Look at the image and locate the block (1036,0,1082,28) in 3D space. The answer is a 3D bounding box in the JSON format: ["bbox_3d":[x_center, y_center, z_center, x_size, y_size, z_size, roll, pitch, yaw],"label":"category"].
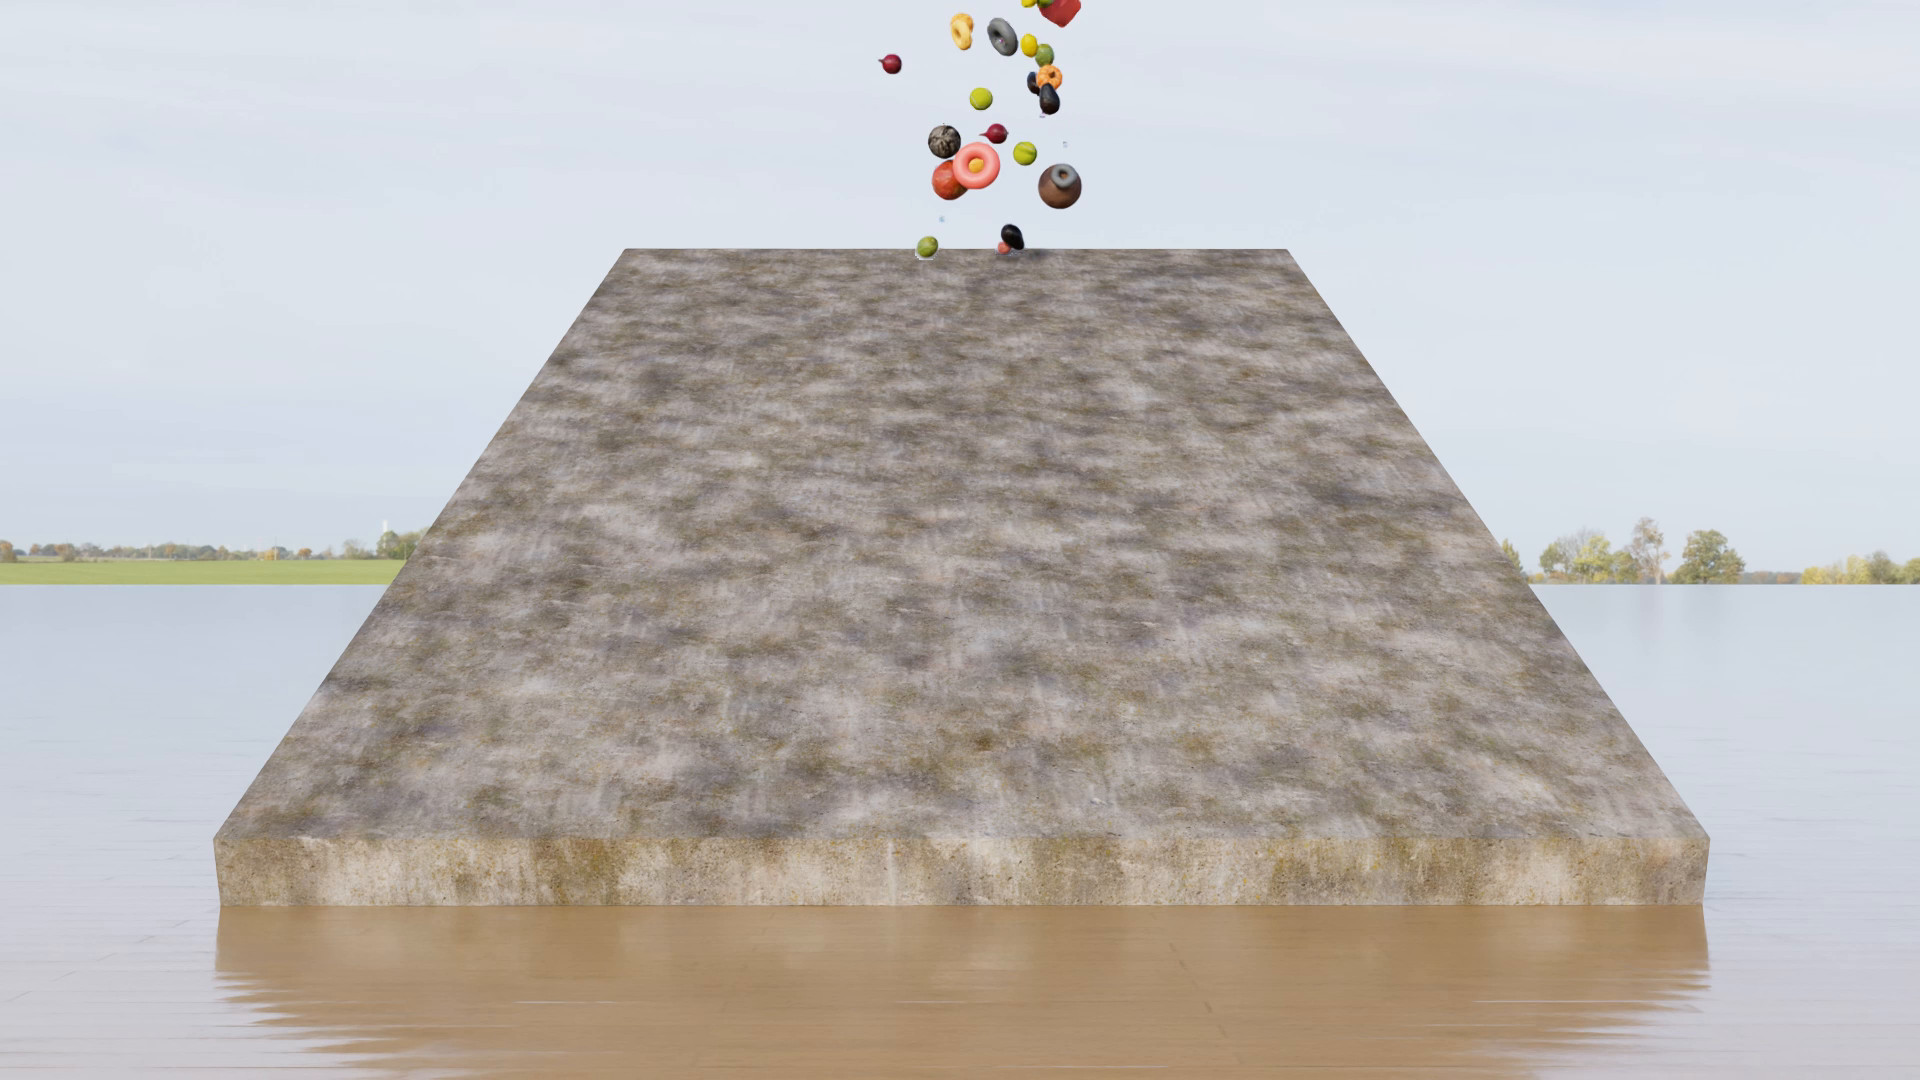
[{"bbox_3d":[0.291,-1.585,6.632,0.088,0.088,0.088,38,-6,26],"label":"block"}]

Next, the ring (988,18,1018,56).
[{"bbox_3d":[0.126,-1.472,6.580,0.040,0.120,0.120,-34,12,-20],"label":"ring"}]

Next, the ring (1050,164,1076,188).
[{"bbox_3d":[0.297,-1.047,6.449,0.078,0.078,0.026,0,-19,-7],"label":"ring"}]

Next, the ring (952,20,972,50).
[{"bbox_3d":[0.005,-1.421,6.321,0.029,0.088,0.088,-23,7,-20],"label":"ring"}]

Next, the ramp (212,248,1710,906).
[{"bbox_3d":[-0.004,-0.194,4.910,2.000,0.100,4.000,0,19,0],"label":"ramp"}]

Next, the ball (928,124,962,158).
[{"bbox_3d":[-0.044,-1.121,6.323,0.095,0.095,0.095,0,-1,0],"label":"ball"}]
